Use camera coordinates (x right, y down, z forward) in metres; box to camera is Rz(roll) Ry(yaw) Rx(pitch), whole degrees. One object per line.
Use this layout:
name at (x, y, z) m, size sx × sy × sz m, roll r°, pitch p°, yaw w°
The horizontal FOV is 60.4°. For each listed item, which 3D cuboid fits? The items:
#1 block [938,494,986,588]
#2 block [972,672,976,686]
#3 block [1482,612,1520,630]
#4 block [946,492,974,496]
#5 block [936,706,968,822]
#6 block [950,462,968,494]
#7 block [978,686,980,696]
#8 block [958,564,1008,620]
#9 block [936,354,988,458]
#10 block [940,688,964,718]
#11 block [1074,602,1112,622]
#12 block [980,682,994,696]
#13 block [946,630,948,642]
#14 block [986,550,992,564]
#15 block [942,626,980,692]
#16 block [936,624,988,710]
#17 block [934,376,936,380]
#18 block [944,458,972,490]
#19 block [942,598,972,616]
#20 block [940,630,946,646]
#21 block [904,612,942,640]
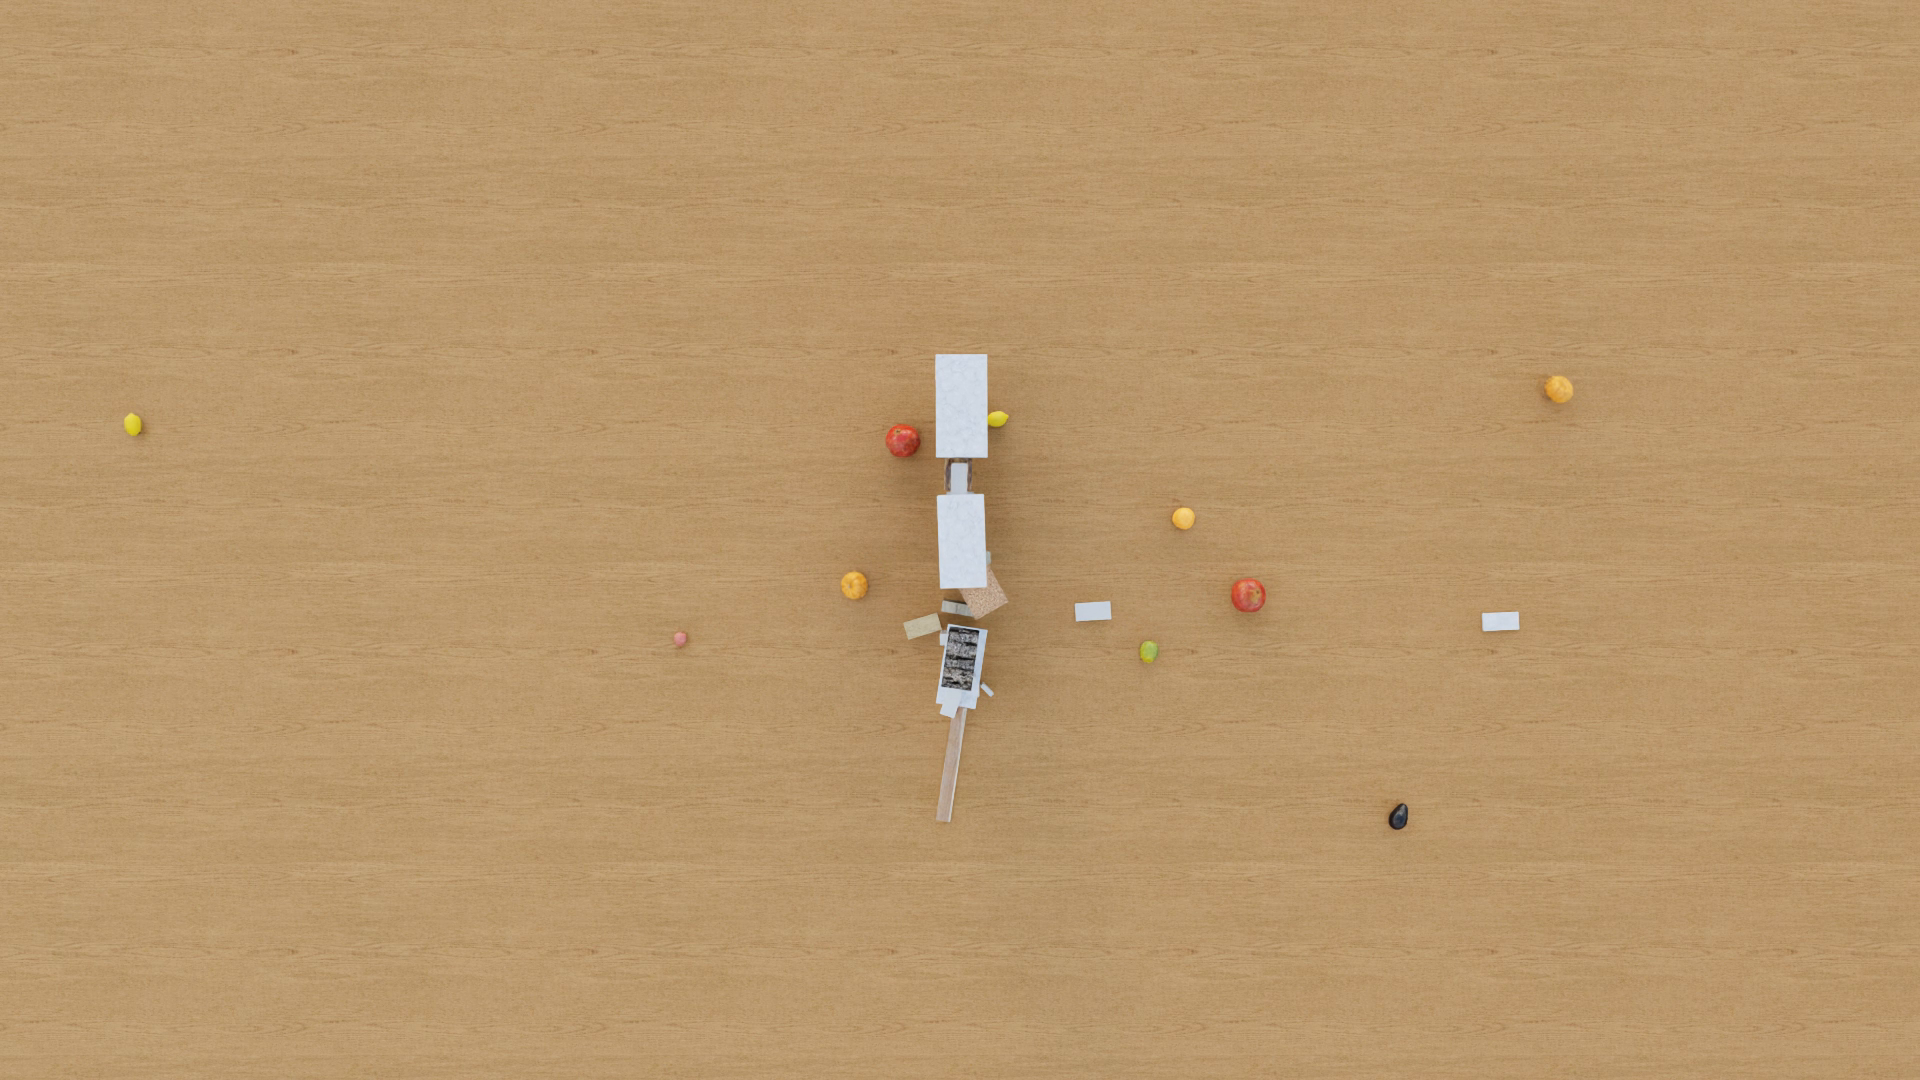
block at (0.006, 0.004, 4.930) m, size 0.139 × 0.039 × 0.277 m, roll -2°, pitch 90°, yaw 0°
block at (0.002, 0.422, 5.120) m, size 0.093 × 0.185 × 0.026 m, roll 13°, pitch 90°, yaw 0°
block at (1.800, 0.271, 5.492) m, size 0.117 × 0.017 × 0.059 m, roll -3°, pitch 90°, yaw 0°
block at (0.001, -0.066, 5.311) m, size 0.088 × 0.025 × 0.176 m, roll 0°, pitch 90°, yaw 0°
block at (-0.028, 0.746, 5.493) m, size 0.047 × 0.013 × 0.382 m, roll 9°, pitch 90°, yaw 0°
block at (-0.003, -0.192, 5.193) m, size 0.050 × 0.014 × 0.099 m, roll 1°, pitch 90°, yaw 0°
block at (-0.002, 0.481, 5.374) m, size 0.126 × 0.252 × 0.036 m, roll 0°, pitch 90°, yaw 0°
block at (0.044, 0.120, 5.244) m, size 0.120 × 0.034 × 0.239 m, roll -29°, pitch 90°, yaw 0°
block at (0.005, -0.402, 4.961) m, size 0.154 × 0.044 × 0.308 m, roll 0°, pitch 90°, yaw 0°
block at (-0.026, 0.510, 5.206) m, size 0.047 × 0.013 × 0.094 m, roll 19°, pitch 90°, yaw 0°
block at (0.443, 0.237, 5.492) m, size 0.117 × 0.017 × 0.059 m, roll -3°, pitch 90°, yaw 0°
block at (0.089, 0.492, 5.453) m, size 0.047 × 0.095 × 0.013 m, roll 45°, pitch 90°, yaw 0°
block at (0.001, 0.302, 5.120) m, size 0.093 × 0.185 × 0.026 m, roll 3°, pitch 90°, yaw 0°
block at (0.023, 0.059, 5.088) m, size 0.139 × 0.277 × 0.039 m, roll -5°, pitch 90°, yaw 0°
block at (0.001, 0.360, 5.014) m, size 0.093 × 0.026 × 0.185 m, roll 8°, pitch 90°, yaw 0°
block at (0.005, 0.400, 5.230) m, size 0.126 × 0.036 × 0.252 m, roll 9°, pitch 90°, yaw 0°
block at (0.002, -0.504, 5.136) m, size 0.154 × 0.308 × 0.044 m, roll 2°, pitch 90°, yaw 0°
block at (-0.006, -0.247, 5.312) m, size 0.088 × 0.025 × 0.175 m, roll 1°, pitch 90°, yaw 0°
block at (0.001, 0.221, 5.380) m, size 0.120 × 0.239 × 0.034 m, roll 10°, pitch 90°, yaw 0°
block at (-0.001, 0.315, 5.374) m, size 0.126 × 0.252 × 0.036 m, roll -2°, pitch 90°, yaw 0°
block at (-0.124, 0.286, 5.492) m, size 0.117 × 0.017 × 0.059 m, roll -17°, pitch 90°, yaw 0°
